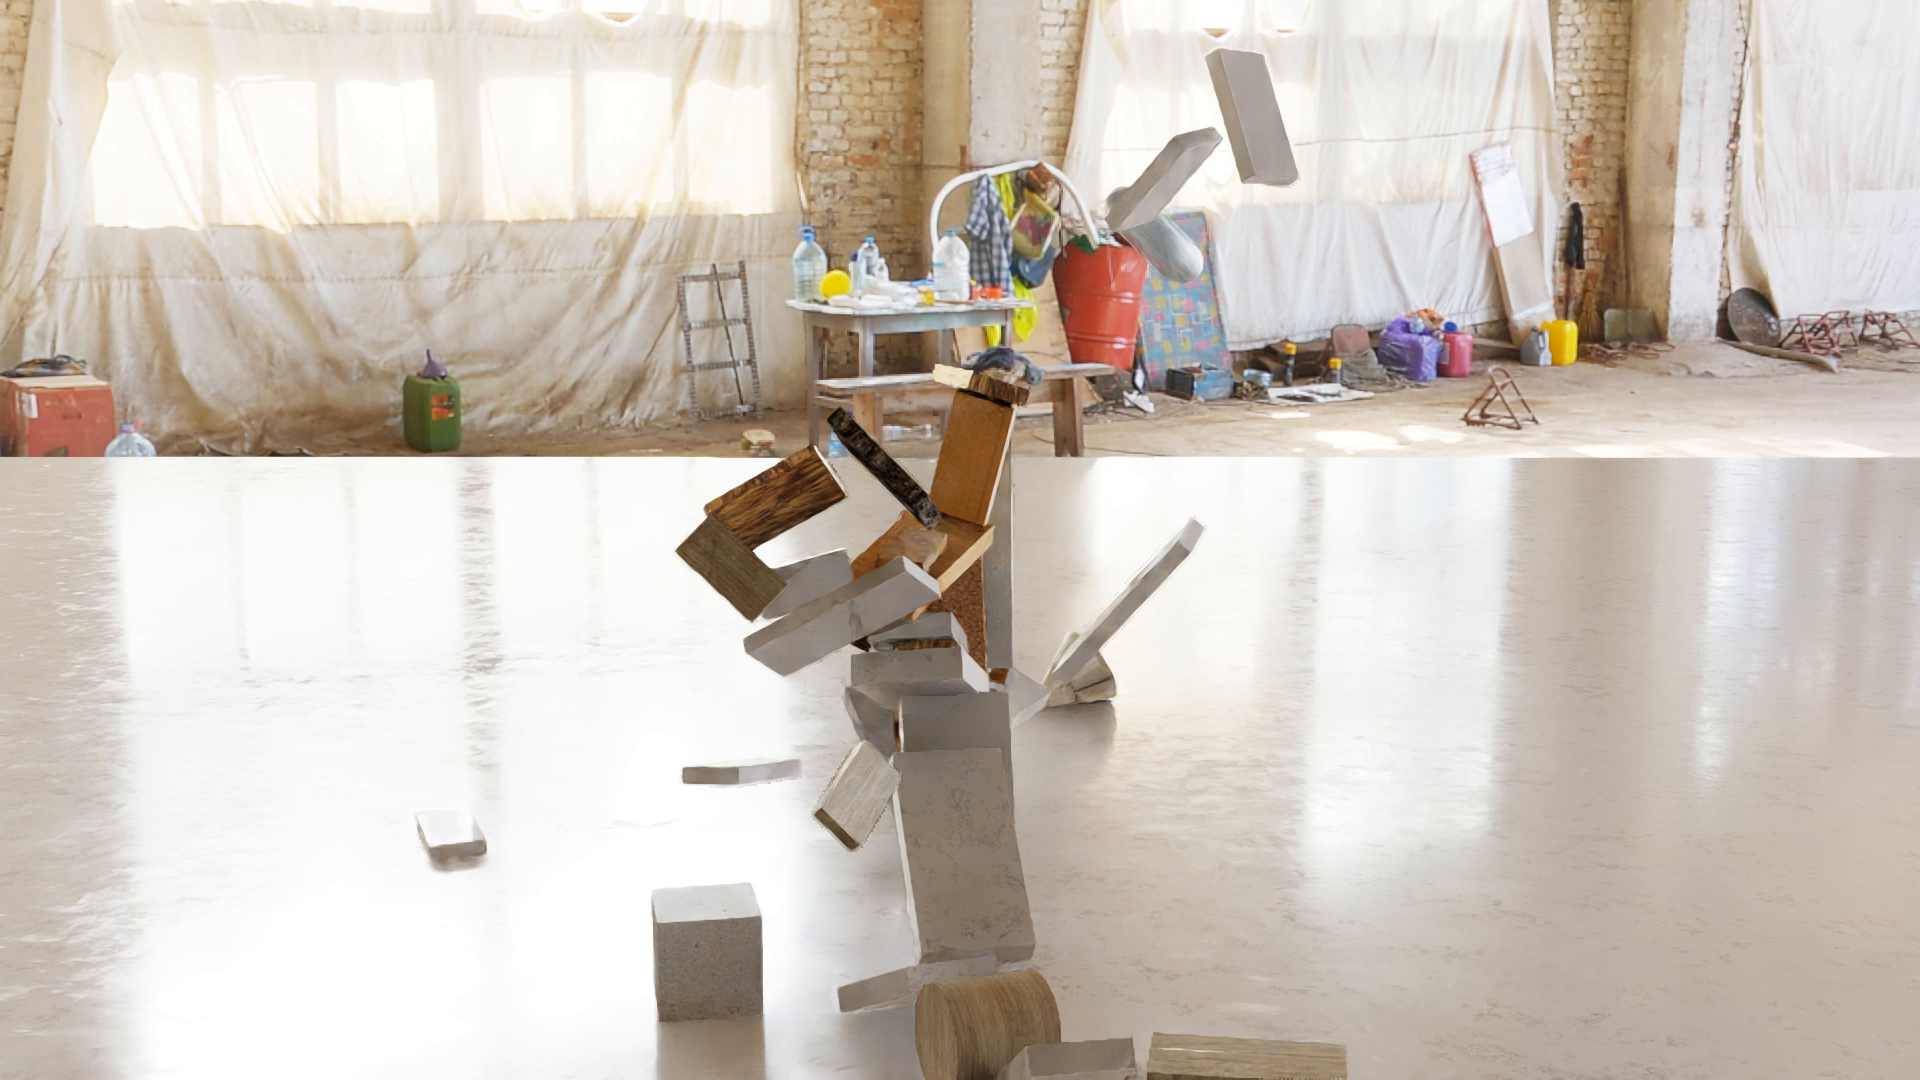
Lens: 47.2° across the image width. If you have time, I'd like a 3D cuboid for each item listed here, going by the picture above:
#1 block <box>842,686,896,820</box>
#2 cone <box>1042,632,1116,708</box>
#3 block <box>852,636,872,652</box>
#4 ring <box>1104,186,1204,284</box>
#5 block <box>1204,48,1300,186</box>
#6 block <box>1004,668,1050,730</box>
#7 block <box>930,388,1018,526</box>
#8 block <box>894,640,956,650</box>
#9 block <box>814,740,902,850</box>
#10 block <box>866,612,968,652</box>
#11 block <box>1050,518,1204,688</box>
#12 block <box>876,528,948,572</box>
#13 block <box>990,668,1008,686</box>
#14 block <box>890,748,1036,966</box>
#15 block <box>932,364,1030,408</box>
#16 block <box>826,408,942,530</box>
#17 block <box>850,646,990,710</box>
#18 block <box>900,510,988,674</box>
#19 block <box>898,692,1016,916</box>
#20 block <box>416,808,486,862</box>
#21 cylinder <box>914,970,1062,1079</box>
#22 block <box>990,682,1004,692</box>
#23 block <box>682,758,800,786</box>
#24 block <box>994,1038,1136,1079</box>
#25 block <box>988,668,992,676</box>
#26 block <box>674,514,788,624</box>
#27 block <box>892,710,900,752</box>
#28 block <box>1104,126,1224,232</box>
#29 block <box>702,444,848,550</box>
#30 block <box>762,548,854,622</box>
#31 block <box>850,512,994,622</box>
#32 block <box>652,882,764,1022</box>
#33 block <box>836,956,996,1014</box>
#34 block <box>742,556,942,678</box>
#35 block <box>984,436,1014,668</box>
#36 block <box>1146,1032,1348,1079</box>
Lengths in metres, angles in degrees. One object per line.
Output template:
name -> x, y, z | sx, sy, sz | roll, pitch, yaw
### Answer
block -> -0.096, 0.389, 4.138 | 0.154, 0.044, 0.309 | -9, 48, -21
cone -> 0.222, 0.326, 4.872 | 0.178, 0.178, 0.178 | -34, 24, -21
block -> -0.205, 0.120, 3.662 | 0.154, 0.077, 0.022 | 27, -5, -20
ring -> 0.438, -0.689, 4.962 | 0.275, 0.092, 0.275 | 42, 13, -12
block -> 0.498, -0.718, 3.742 | 0.117, 0.233, 0.033 | -4, -15, -42
block -> 0.024, 0.265, 4.412 | 0.290, 0.041, 0.145 | 34, 31, 19
block -> 0.020, -0.138, 3.658 | 0.103, 0.206, 0.029 | 18, 17, 10
block -> -0.060, 0.195, 3.640 | 0.097, 0.028, 0.194 | -2, -11, -4
block -> -0.147, 0.367, 3.170 | 0.022, 0.078, 0.156 | -37, 13, 40
block -> -0.068, 0.163, 3.651 | 0.137, 0.039, 0.275 | -4, -11, 5
block -> 0.319, 0.121, 4.207 | 0.033, 0.405, 0.117 | 40, 31, -1
block -> -0.077, 0.018, 3.537 | 0.077, 0.022, 0.154 | 7, 20, 13
block -> 0.042, 0.271, 3.950 | 0.066, 0.131, 0.019 | 12, 23, -6
block -> 0.000, 0.492, 3.448 | 0.177, 0.050, 0.354 | -2, 52, -11
block -> 0.033, -0.258, 3.651 | 0.103, 0.029, 0.206 | 16, 3, -19
block -> -0.114, -0.107, 3.306 | 0.203, 0.029, 0.102 | 45, -5, 20
block -> -0.060, 0.231, 3.620 | 0.177, 0.050, 0.354 | -4, -11, 7
block -> -0.024, 0.200, 3.811 | 0.137, 0.507, 0.039 | -1, 8, 6
block -> -0.002, 0.429, 3.593 | 0.177, 0.354, 0.050 | -1, -13, -7
block -> -0.912, 0.526, 3.936 | 0.097, 0.028, 0.194 | -4, 11, -20
cylinder -> 0.036, 0.653, 2.916 | 0.148, 0.148, 0.148 | -3, 11, -24
block -> 0.025, 0.316, 3.896 | 0.075, 0.149, 0.021 | 16, 26, 3
block -> -0.334, 0.355, 3.372 | 0.097, 0.028, 0.194 | -2, -2, 24
block -> 0.124, 0.671, 2.749 | 0.130, 0.037, 0.261 | -2, -23, -12
block -> 0.029, 0.196, 3.912 | 0.075, 0.021, 0.149 | 1, 32, 16
block -> -0.338, 0.042, 3.248 | 0.156, 0.078, 0.022 | 42, -10, 4
block -> -0.045, 0.308, 4.023 | 0.154, 0.044, 0.309 | -1, 50, -6
block -> 0.367, -0.651, 3.971 | 0.117, 0.033, 0.233 | -23, -17, -43
block -> -0.293, -0.061, 3.490 | 0.203, 0.102, 0.029 | -29, 36, 5
block -> -0.246, 0.069, 3.474 | 0.154, 0.077, 0.022 | -16, 8, -11
block -> -0.069, 0.030, 3.614 | 0.137, 0.039, 0.275 | 21, 36, 21
block -> -0.370, 0.599, 3.211 | 0.149, 0.149, 0.149 | -2, 11, -11
block -> -0.063, 0.623, 3.076 | 0.130, 0.037, 0.261 | -2, -15, -26
block -> -0.180, 0.118, 3.345 | 0.295, 0.029, 0.102 | -27, -36, 19
block -> 0.039, 0.022, 3.815 | 0.103, 0.400, 0.029 | 0, 8, 5
block -> 0.383, 0.708, 2.932 | 0.261, 0.037, 0.131 | 2, 11, 8
